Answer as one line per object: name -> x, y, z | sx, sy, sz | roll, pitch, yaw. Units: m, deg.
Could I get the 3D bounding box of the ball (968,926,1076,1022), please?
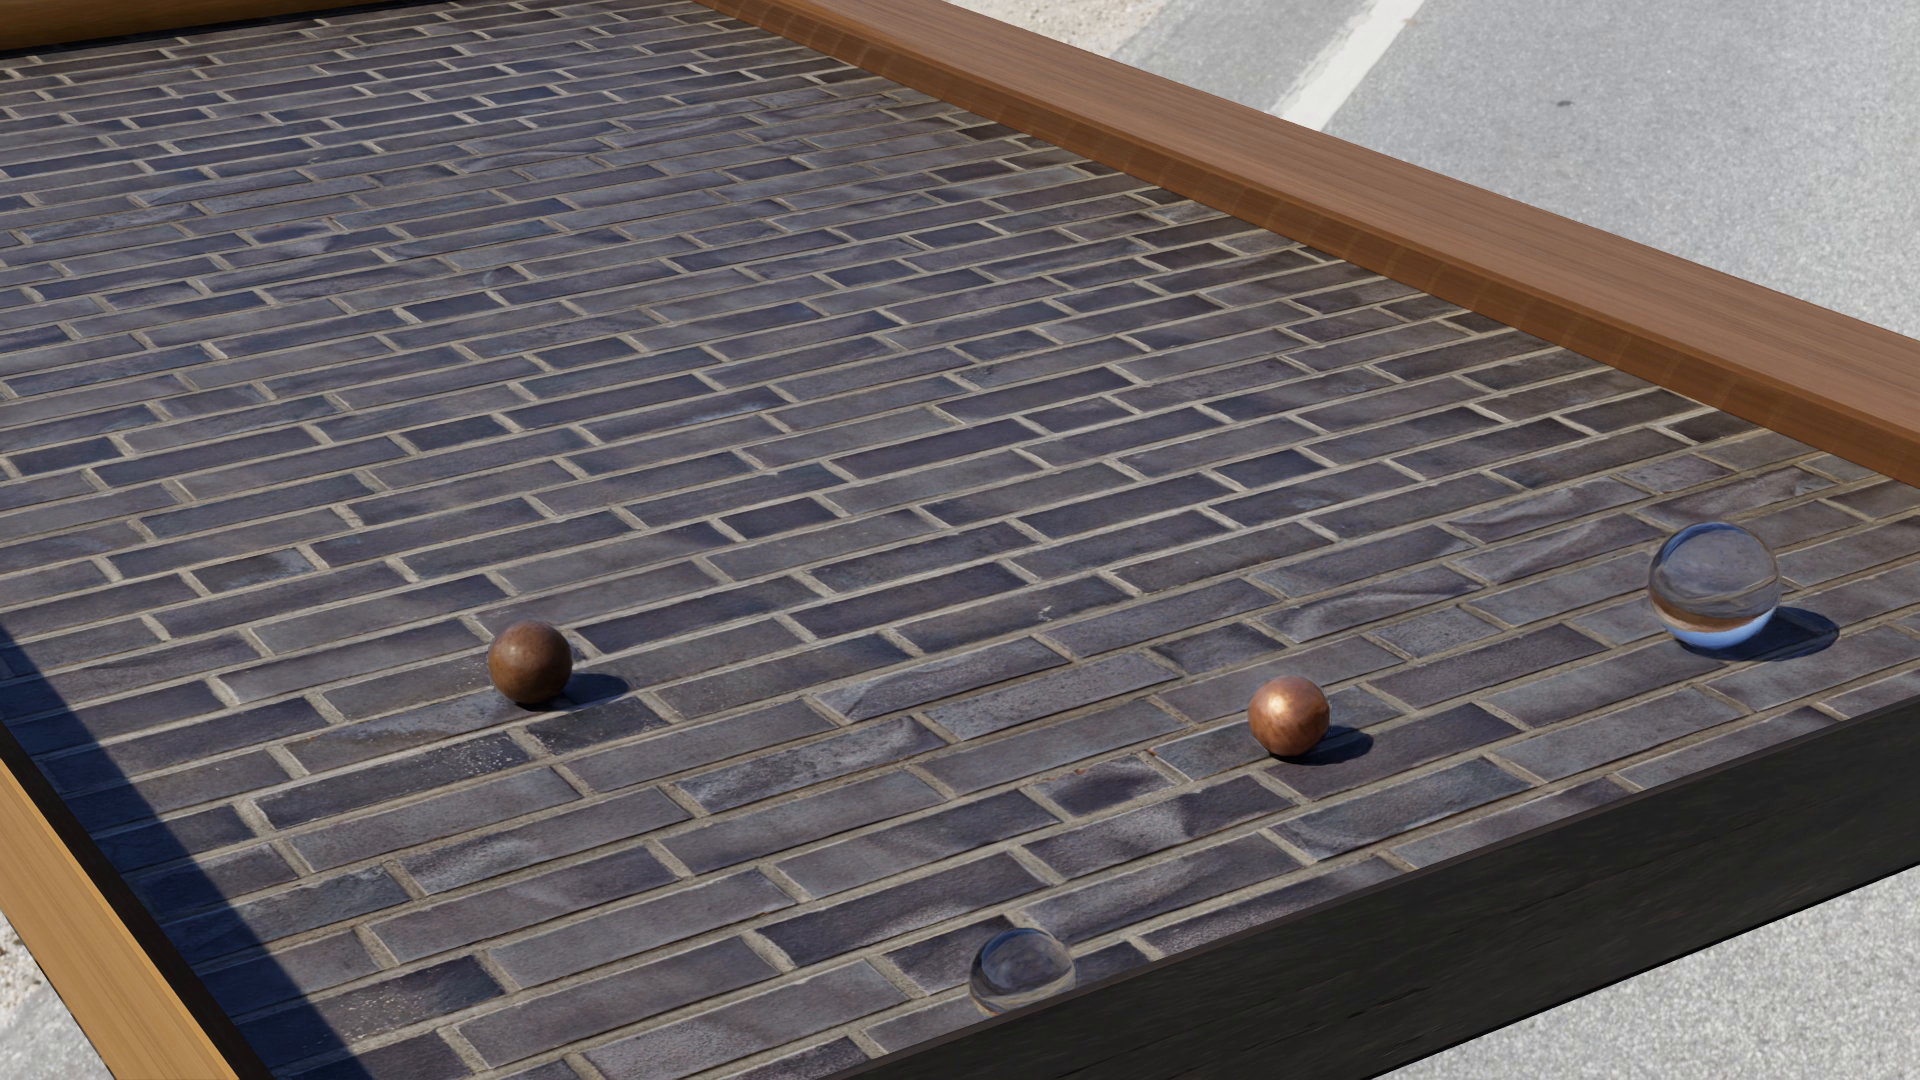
ball -> 0.037, 0.259, 1.726 | 0.063, 0.063, 0.063 | 0, 23, 0

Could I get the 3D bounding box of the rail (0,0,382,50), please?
rail -> -1.172, -0.743, 4.005 | 1.592, 0.126, 0.045 | -14, 27, -30

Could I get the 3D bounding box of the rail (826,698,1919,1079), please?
rail -> 0.382, 0.203, 1.775 | 1.592, 0.126, 0.045 | -14, 27, -30

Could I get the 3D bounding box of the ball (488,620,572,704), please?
ball -> -0.311, 0.088, 2.131 | 0.061, 0.061, 0.061 | 0, 23, 0

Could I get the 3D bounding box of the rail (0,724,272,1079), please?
rail -> -1.045, -0.107, 2.506 | 0.045, 0.126, 2.926 | -14, 27, -30

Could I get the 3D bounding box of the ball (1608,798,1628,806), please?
ball -> 0.429, 0.197, 1.867 | 0.067, 0.067, 0.067 | 0, 23, 0

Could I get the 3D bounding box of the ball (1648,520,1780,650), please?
ball -> 0.567, 0.034, 2.213 | 0.097, 0.097, 0.097 | 0, 23, 0

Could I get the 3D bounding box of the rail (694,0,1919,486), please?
rail -> 0.255, -0.433, 3.274 | 0.045, 0.126, 2.926 | -14, 27, -30

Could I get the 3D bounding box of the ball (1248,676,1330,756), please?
ball -> 0.230, 0.123, 2.055 | 0.057, 0.057, 0.057 | 0, 23, 0
